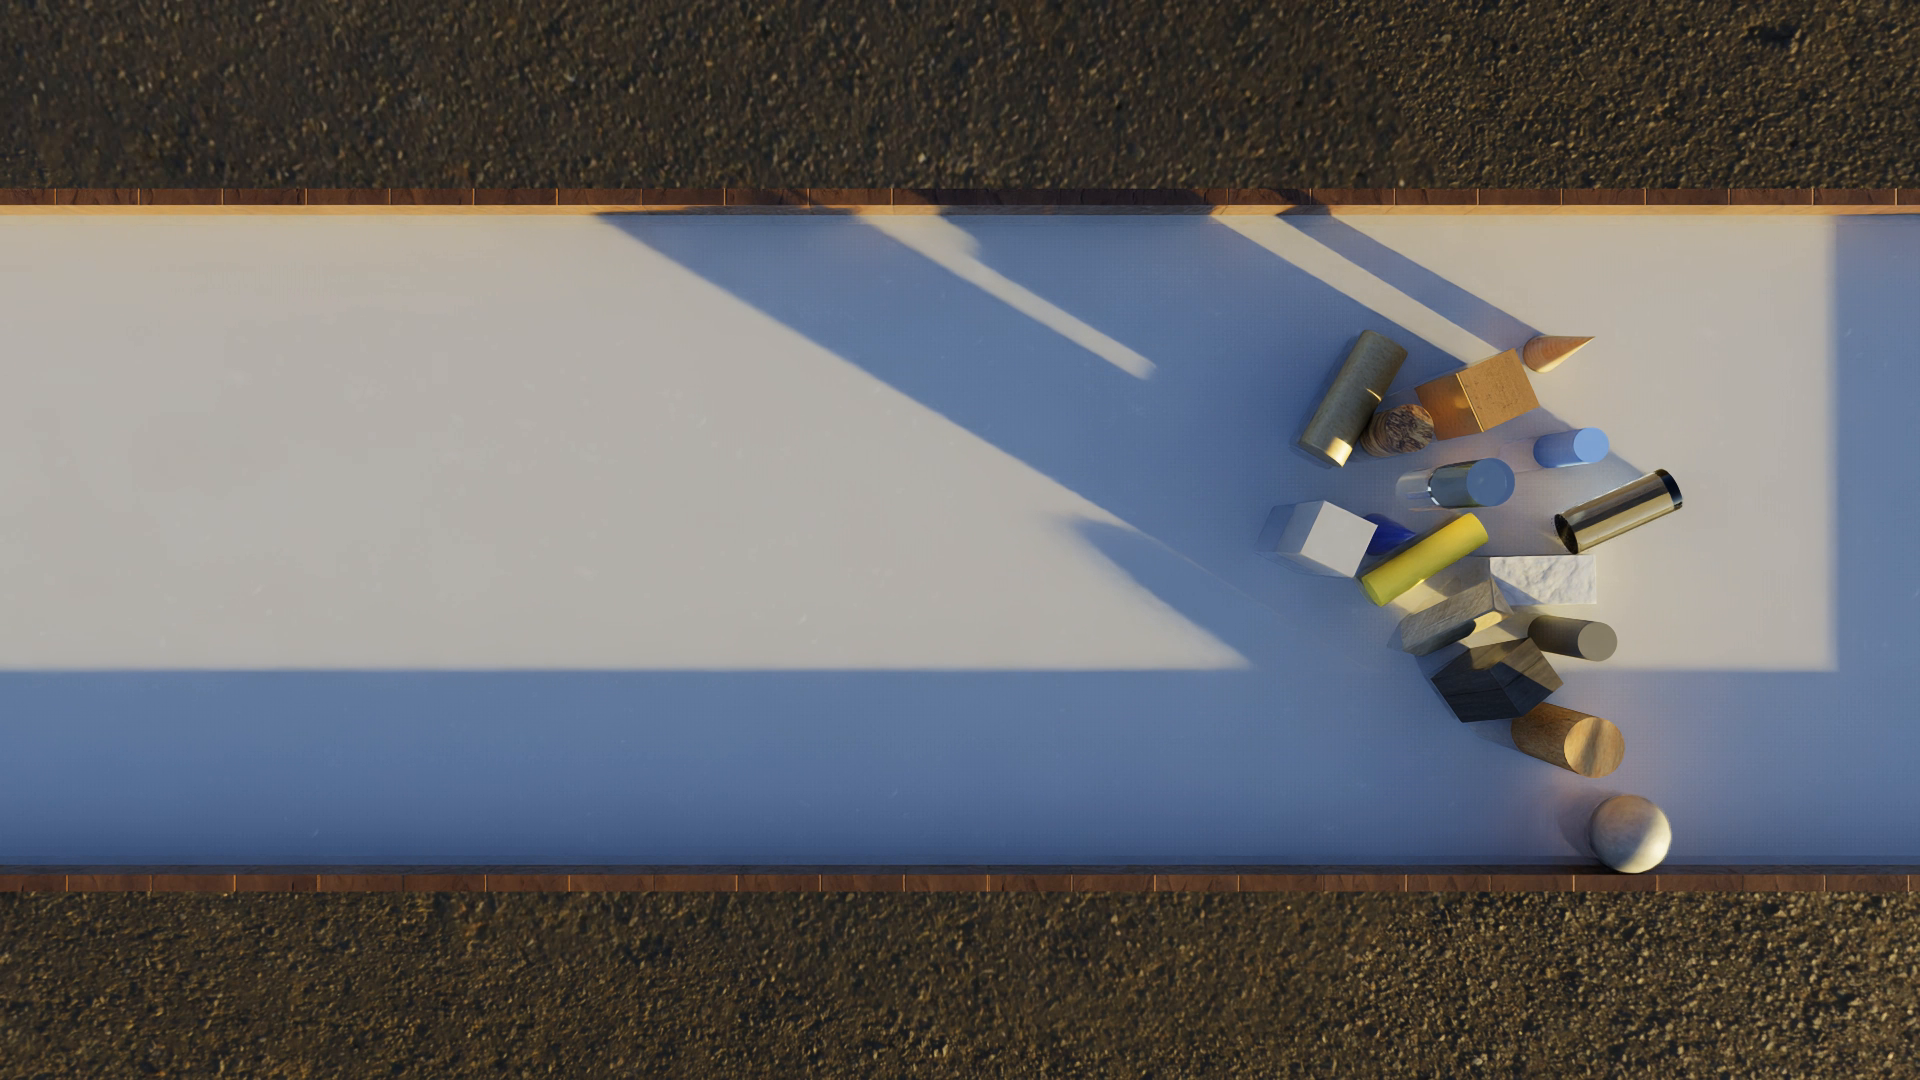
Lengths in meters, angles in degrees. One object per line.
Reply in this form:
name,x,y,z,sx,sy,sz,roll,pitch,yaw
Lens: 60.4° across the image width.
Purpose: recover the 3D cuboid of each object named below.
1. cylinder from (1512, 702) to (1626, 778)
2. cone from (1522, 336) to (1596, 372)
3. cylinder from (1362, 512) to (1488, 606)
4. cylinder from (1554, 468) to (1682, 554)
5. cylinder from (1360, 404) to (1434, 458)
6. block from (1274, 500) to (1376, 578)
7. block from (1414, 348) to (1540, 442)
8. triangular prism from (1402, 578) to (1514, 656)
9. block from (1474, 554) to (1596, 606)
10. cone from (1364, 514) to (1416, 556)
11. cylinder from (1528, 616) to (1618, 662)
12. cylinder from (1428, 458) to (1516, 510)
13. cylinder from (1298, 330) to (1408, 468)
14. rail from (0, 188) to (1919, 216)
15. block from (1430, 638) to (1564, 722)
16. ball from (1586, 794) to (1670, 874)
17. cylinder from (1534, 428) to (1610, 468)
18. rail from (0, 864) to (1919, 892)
cylinder,1.781,0.583,4.853,0.171,0.447,0.171,0,90,0
cone,1.791,-0.573,4.861,0.117,0.431,0.117,0,90,0
cylinder,1.416,0.060,5.024,0.380,0.106,0.106,-31,90,0
cylinder,1.998,-0.086,5.009,0.342,0.135,0.135,-24,90,0
cylinder,1.297,-0.323,4.916,0.139,0.321,0.139,0,90,0
block,1.078,-0.002,4.884,0.166,0.385,0.166,25,90,0
block,1.517,-0.423,4.862,0.180,0.429,0.180,-24,90,0
triangular prism,1.477,0.251,4.942,0.313,0.111,0.128,-31,90,34
block,1.743,0.120,5.003,0.315,0.146,0.146,-1,90,0
cone,1.281,-0.017,4.848,0.132,0.457,0.132,0,90,0
cylinder,1.803,0.288,4.870,0.113,0.412,0.113,0,90,0
cylinder,1.510,-0.164,4.885,0.139,0.383,0.139,0,90,0
cylinder,1.190,-0.428,5.000,0.152,0.152,0.394,30,90,0
rail,-2.247,-1.025,5.002,12.000,0.150,0.050,0,90,0
block,1.582,0.418,4.876,0.164,0.369,0.164,-35,88,-13
ball,2.009,0.884,4.960,0.233,0.233,0.233,0,90,0
cylinder,1.815,-0.273,4.909,0.103,0.335,0.103,0,90,0
rail,-2.247,1.025,5.001,12.000,0.150,0.050,0,90,0
